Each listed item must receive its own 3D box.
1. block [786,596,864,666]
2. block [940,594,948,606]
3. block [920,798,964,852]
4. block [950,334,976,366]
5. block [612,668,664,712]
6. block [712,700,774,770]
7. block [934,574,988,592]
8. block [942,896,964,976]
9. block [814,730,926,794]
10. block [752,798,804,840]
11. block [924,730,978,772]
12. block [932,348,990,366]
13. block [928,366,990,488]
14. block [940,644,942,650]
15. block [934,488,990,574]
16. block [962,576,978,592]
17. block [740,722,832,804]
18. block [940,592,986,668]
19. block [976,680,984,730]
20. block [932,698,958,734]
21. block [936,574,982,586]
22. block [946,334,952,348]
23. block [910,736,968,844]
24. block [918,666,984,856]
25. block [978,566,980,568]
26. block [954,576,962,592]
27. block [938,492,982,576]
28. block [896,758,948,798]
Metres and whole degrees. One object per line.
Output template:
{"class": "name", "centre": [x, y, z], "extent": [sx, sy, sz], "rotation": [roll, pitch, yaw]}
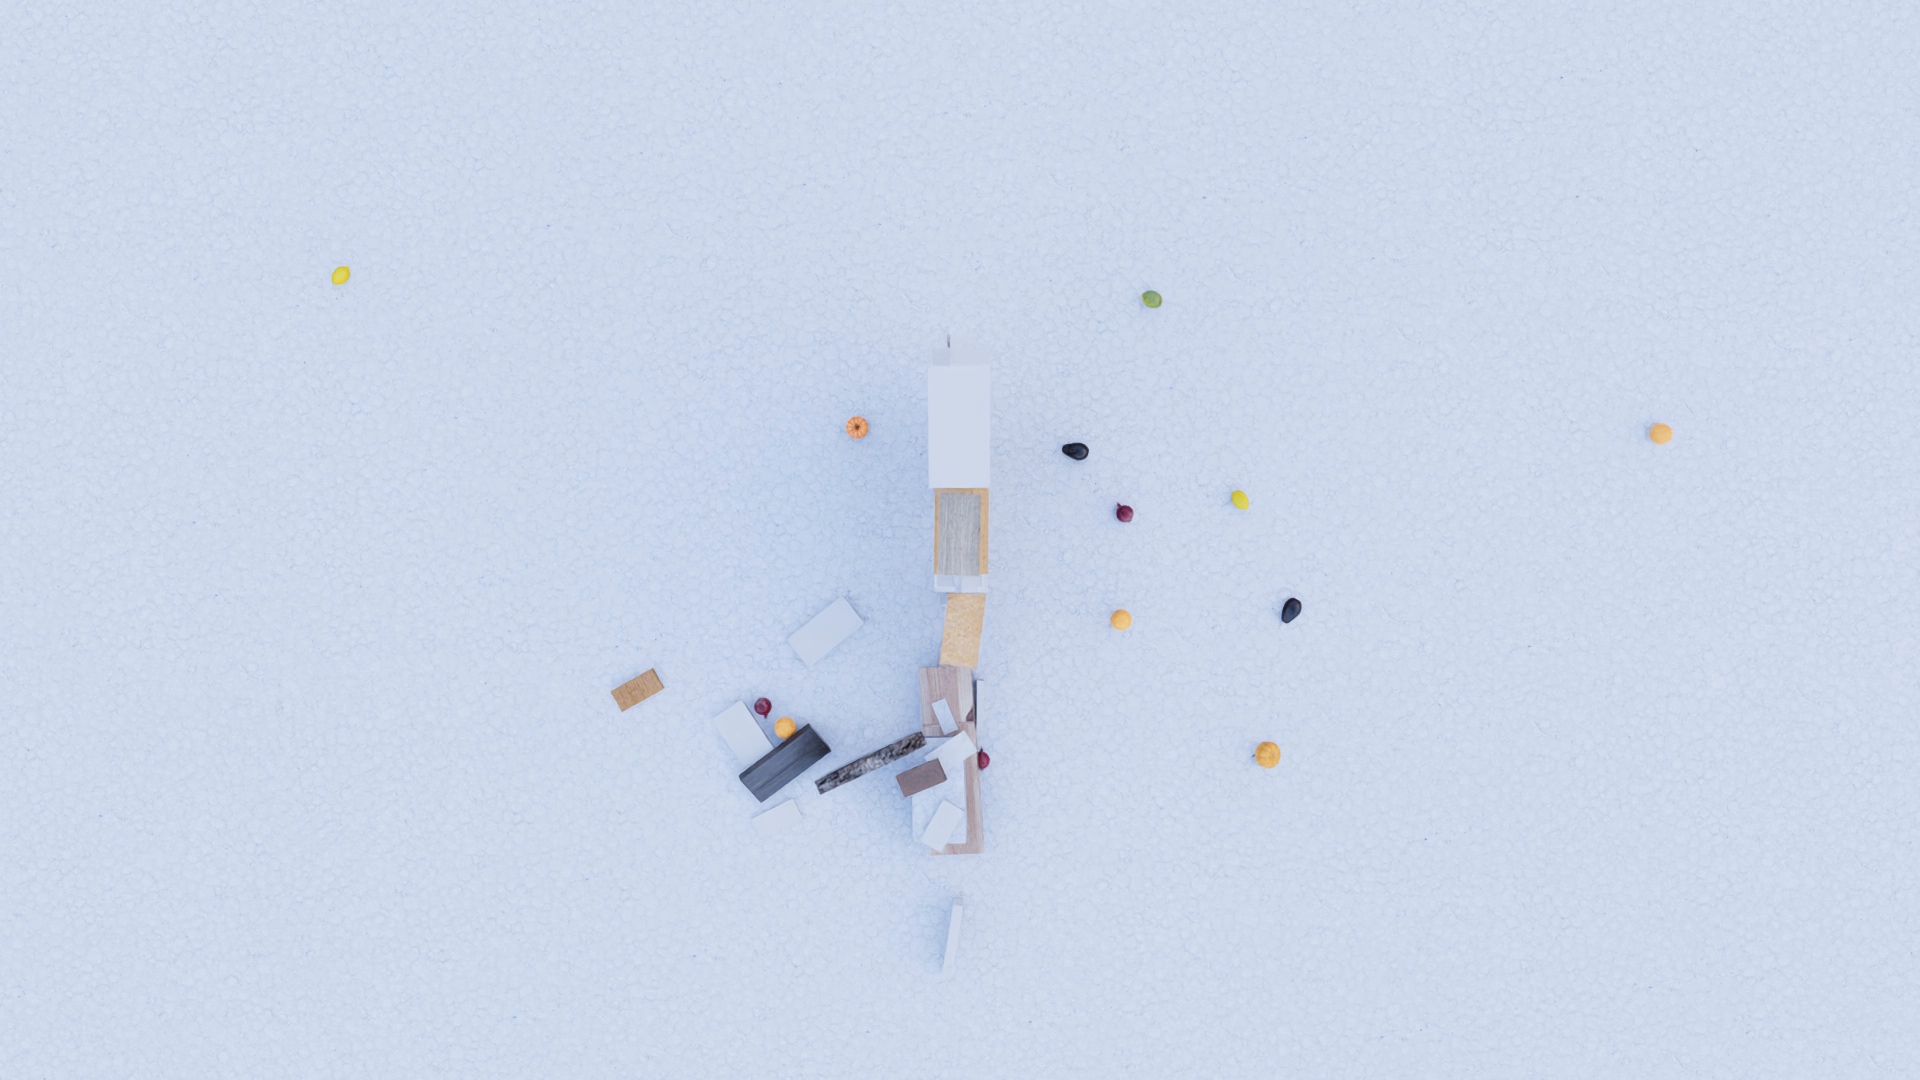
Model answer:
{"class": "block", "centre": [-0.446, 0.303, 5.483], "extent": [0.236, 0.033, 0.118], "rotation": [-38, 90, 0]}
{"class": "block", "centre": [-0.004, 0.197, 5.380], "extent": [0.120, 0.239, 0.034], "rotation": [0, 87, 0]}
{"class": "block", "centre": [-0.057, 0.926, 5.352], "extent": [0.077, 0.022, 0.155], "rotation": [30, 94, 6]}
{"class": "block", "centre": [0.009, -0.470, 4.319], "extent": [0.067, 0.019, 0.133], "rotation": [-1, 91, 0]}
{"class": "block", "centre": [-1.073, 0.499, 5.489], "extent": [0.158, 0.022, 0.079], "rotation": [-29, 90, 0]}
{"class": "block", "centre": [-0.709, 0.661, 5.483], "extent": [0.118, 0.033, 0.236], "rotation": [-34, 90, 0]}
{"class": "block", "centre": [0.003, -0.008, 5.141], "extent": [0.167, 0.047, 0.335], "rotation": [0, 90, 0]}
{"class": "block", "centre": [-0.024, 1.307, 5.442], "extent": [0.033, 0.117, 0.233], "rotation": [9, 90, 0]}
{"class": "block", "centre": [-0.289, 0.722, 5.346], "extent": [0.344, 0.172, 0.049], "rotation": [-28, 85, 26]}
{"class": "block", "centre": [-0.608, 0.928, 5.489], "extent": [0.155, 0.022, 0.077], "rotation": [-27, 90, 0]}
{"class": "block", "centre": [-0.030, 0.693, 5.348], "extent": [0.158, 0.022, 0.079], "rotation": [-34, 86, 6]}
{"class": "block", "centre": [0.001, -0.363, 4.484], "extent": [0.157, 0.045, 0.315], "rotation": [0, 90, 0]}
{"class": "block", "centre": [-0.002, -0.283, 4.135], "extent": [0.152, 0.043, 0.304], "rotation": [0, 90, 0]}
{"class": "block", "centre": [-0.004, 0.360, 5.380], "extent": [0.120, 0.239, 0.034], "rotation": [1, 88, 0]}
{"class": "block", "centre": [0.004, -0.056, 4.504], "extent": [0.148, 0.042, 0.295], "rotation": [1, 90, 0]}
{"class": "block", "centre": [0.027, 0.105, 4.799], "extent": [0.048, 0.014, 0.096], "rotation": [-1, 90, 0]}
{"class": "block", "centre": [-0.579, 0.738, 5.458], "extent": [0.291, 0.033, 0.118], "rotation": [-37, 117, 0]}
{"class": "block", "centre": [0.009, 0.281, 5.242], "extent": [0.120, 0.034, 0.239], "rotation": [8, 90, 0]}
{"class": "block", "centre": [0.067, 0.543, 5.461], "extent": [0.022, 0.079, 0.158], "rotation": [1, 90, 0]}
{"class": "block", "centre": [-0.049, 0.578, 5.405], "extent": [0.048, 0.014, 0.111], "rotation": [-23, 87, 7]}
{"class": "block", "centre": [-0.002, 0.007, 4.838], "extent": [0.130, 0.037, 0.261], "rotation": [0, 90, 0]}
{"class": "block", "centre": [-0.002, -0.537, 4.914], "extent": [0.067, 1.172, 0.019], "rotation": [0, 91, 0]}
{"class": "block", "centre": [-0.068, 0.815, 5.389], "extent": [0.172, 0.049, 0.344], "rotation": [-2, 90, 8]}
{"class": "block", "centre": [-0.027, 0.723, 5.433], "extent": [0.172, 0.049, 0.617], "rotation": [-4, 89, 7]}
{"class": "block", "centre": [-0.003, 0.053, 4.376], "extent": [0.106, 0.211, 0.030], "rotation": [1, 91, 0]}
{"class": "block", "centre": [0.005, 0.103, 4.813], "extent": [0.048, 0.014, 0.096], "rotation": [-6, 90, 0]}
{"class": "block", "centre": [-0.002, -0.015, 4.256], "extent": [0.106, 0.030, 0.212], "rotation": [2, 90, 0]}
{"class": "block", "centre": [-0.125, 0.771, 5.348], "extent": [0.155, 0.022, 0.077], "rotation": [-25, 89, 19]}
